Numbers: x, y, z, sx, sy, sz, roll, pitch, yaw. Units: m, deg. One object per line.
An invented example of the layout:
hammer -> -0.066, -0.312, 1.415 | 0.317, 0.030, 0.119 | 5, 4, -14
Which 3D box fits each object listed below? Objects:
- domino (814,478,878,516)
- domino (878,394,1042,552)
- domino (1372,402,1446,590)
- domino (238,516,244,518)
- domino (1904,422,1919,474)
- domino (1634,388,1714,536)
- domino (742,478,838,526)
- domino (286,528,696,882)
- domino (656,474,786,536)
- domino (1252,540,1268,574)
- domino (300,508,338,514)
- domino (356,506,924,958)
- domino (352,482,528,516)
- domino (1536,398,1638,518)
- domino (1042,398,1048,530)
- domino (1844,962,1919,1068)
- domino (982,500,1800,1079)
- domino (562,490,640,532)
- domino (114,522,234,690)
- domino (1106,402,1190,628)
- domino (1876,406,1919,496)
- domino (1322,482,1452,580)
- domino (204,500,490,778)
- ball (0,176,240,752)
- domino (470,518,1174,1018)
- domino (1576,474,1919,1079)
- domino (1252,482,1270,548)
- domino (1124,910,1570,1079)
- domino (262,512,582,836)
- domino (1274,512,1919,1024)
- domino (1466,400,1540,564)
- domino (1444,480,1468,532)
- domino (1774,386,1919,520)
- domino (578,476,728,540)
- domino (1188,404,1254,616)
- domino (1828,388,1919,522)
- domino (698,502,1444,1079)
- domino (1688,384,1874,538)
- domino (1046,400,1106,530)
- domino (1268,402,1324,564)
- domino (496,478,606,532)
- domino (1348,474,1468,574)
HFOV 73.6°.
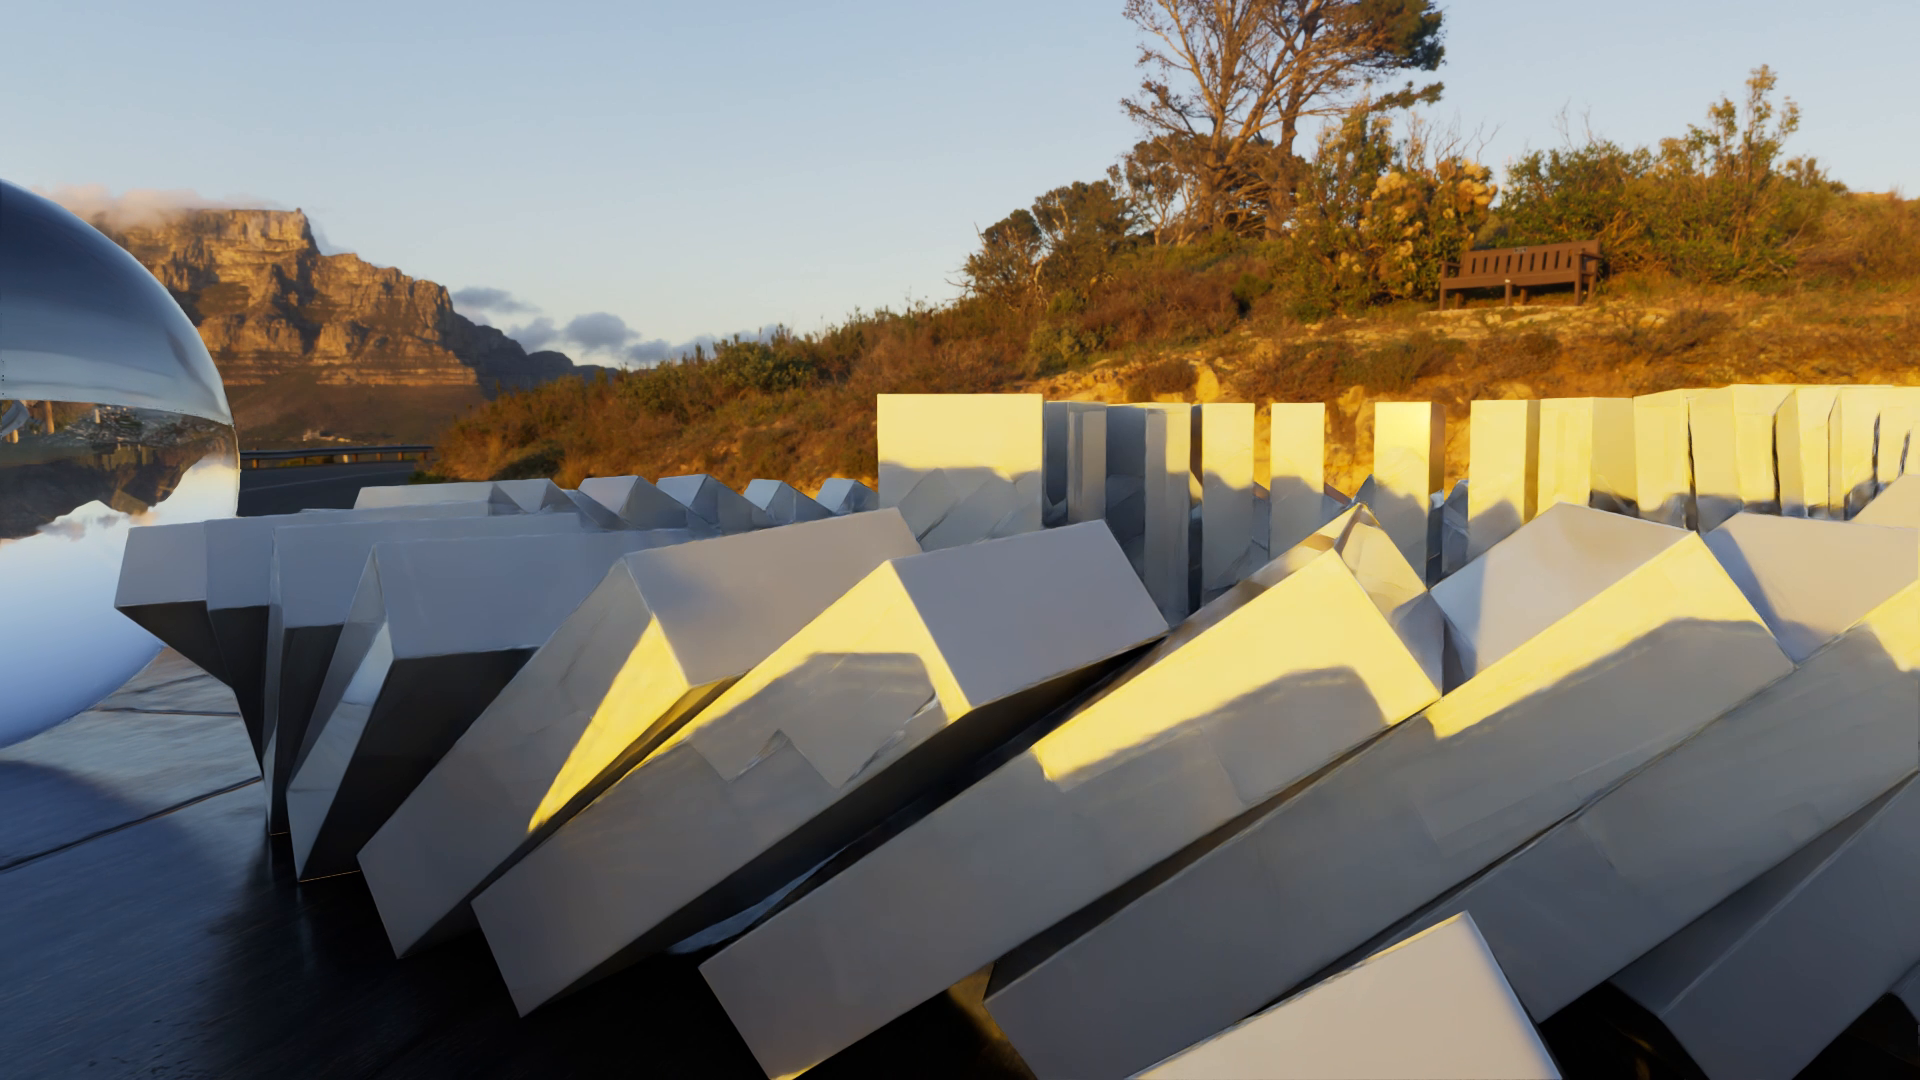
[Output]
domino -> -0.011, 0.002, 0.316 | 0.050, 0.010, 0.025 | 32, -8, -20
domino -> 0.000, 0.002, 0.201 | 0.025, 0.050, 0.010 | 0, 4, 0
domino -> 0.085, -0.001, 0.244 | 0.009, 0.050, 0.025 | 2, 5, 27
domino -> -0.080, 0.012, 0.184 | 0.025, 0.009, 0.050 | 0, -26, -1
domino -> 0.106, 0.011, 0.126 | 0.025, 0.050, 0.009 | 4, -33, 44
domino -> 0.119, 0.002, 0.199 | 0.025, 0.050, 0.009 | -1, -1, -13
domino -> -0.028, 0.002, 0.307 | 0.050, 0.010, 0.025 | 32, -10, -23
domino -> -0.043, 0.016, 0.116 | 0.025, 0.010, 0.050 | -3, -28, -37
domino -> -0.045, 0.003, 0.292 | 0.050, 0.010, 0.025 | 35, -20, -31
domino -> 0.069, 0.000, 0.332 | 0.050, 0.009, 0.025 | 35, 13, 13
domino -> -0.081, 0.011, 0.206 | 0.025, 0.010, 0.050 | 1, -25, 10
domino -> -0.026, 0.016, 0.102 | 0.025, 0.010, 0.050 | -12, -22, -49
domino -> -0.079, 0.007, 0.223 | 0.025, 0.009, 0.050 | -2, -30, 16
domino -> 0.111, 0.001, 0.220 | 0.025, 0.050, 0.009 | -2, 5, -29
domino -> 0.002, 0.001, 0.219 | 0.025, 0.050, 0.009 | 1, 4, 13
domino -> 0.079, 0.015, 0.099 | 0.050, 0.010, 0.025 | -42, 12, -8
domino -> 0.026, 0.017, 0.088 | 0.050, 0.009, 0.025 | -37, -1, 11
domino -> -0.068, 0.006, 0.265 | 0.025, 0.009, 0.050 | 4, -25, 42
domino -> -0.078, 0.013, 0.161 | 0.025, 0.009, 0.050 | -5, -26, -4
domino -> 0.034, -0.001, 0.249 | 0.009, 0.050, 0.025 | -2, 5, -22
domino -> 0.114, 0.009, 0.139 | 0.025, 0.050, 0.010 | 3, -28, 35
domino -> 0.104, 0.000, 0.322 | 0.050, 0.010, 0.025 | 37, 17, 21
domino -> -0.066, 0.013, 0.143 | 0.025, 0.010, 0.050 | -6, -27, -25
ball -> -0.139, -0.010, 0.167 | 0.080, 0.080, 0.080 | 0, 4, 0
domino -> -0.011, 0.017, 0.093 | 0.050, 0.010, 0.025 | -38, -16, 32
domino -> 0.063, 0.016, 0.093 | 0.050, 0.010, 0.025 | -41, 8, -2
domino -> 0.088, 0.000, 0.328 | 0.050, 0.010, 0.025 | 36, 16, 16
domino -> -0.012, 0.024, 0.015 | 0.050, 0.010, 0.025 | -31, -2, 11
domino -> -0.055, 0.015, 0.129 | 0.025, 0.010, 0.050 | -4, -28, -32
domino -> 0.043, 0.017, 0.089 | 0.050, 0.009, 0.025 | -36, 3, 4
domino -> 0.102, 0.000, 0.232 | 0.010, 0.050, 0.025 | 4, 6, 44
domino -> 0.142, 0.003, 0.304 | 0.025, 0.009, 0.050 | -4, 37, -45
domino -> 0.124, 0.005, 0.168 | 0.025, 0.050, 0.009 | 1, -17, 17
domino -> -0.058, 0.003, 0.279 | 0.025, 0.010, 0.050 | 1, -30, 49
domino -> 0.050, -0.001, 0.253 | 0.010, 0.050, 0.025 | 0, 4, -1
domino -> 0.121, 0.006, 0.155 | 0.025, 0.050, 0.010 | 2, -20, 27
domino -> 0.008, 0.017, 0.088 | 0.050, 0.010, 0.025 | -37, -6, 21
domino -> 0.123, 0.003, 0.186 | 0.025, 0.050, 0.010 | 0, -6, -6
domino -> 0.015, 0.000, 0.237 | 0.009, 0.050, 0.025 | -4, 6, -39
domino -> 0.065, -0.001, 0.251 | 0.009, 0.050, 0.025 | 1, 4, 13
domino -> -0.075, 0.006, 0.240 | 0.025, 0.009, 0.050 | -2, -30, 19
domino -> 0.122, 0.001, 0.314 | 0.050, 0.010, 0.025 | 39, 22, 26
